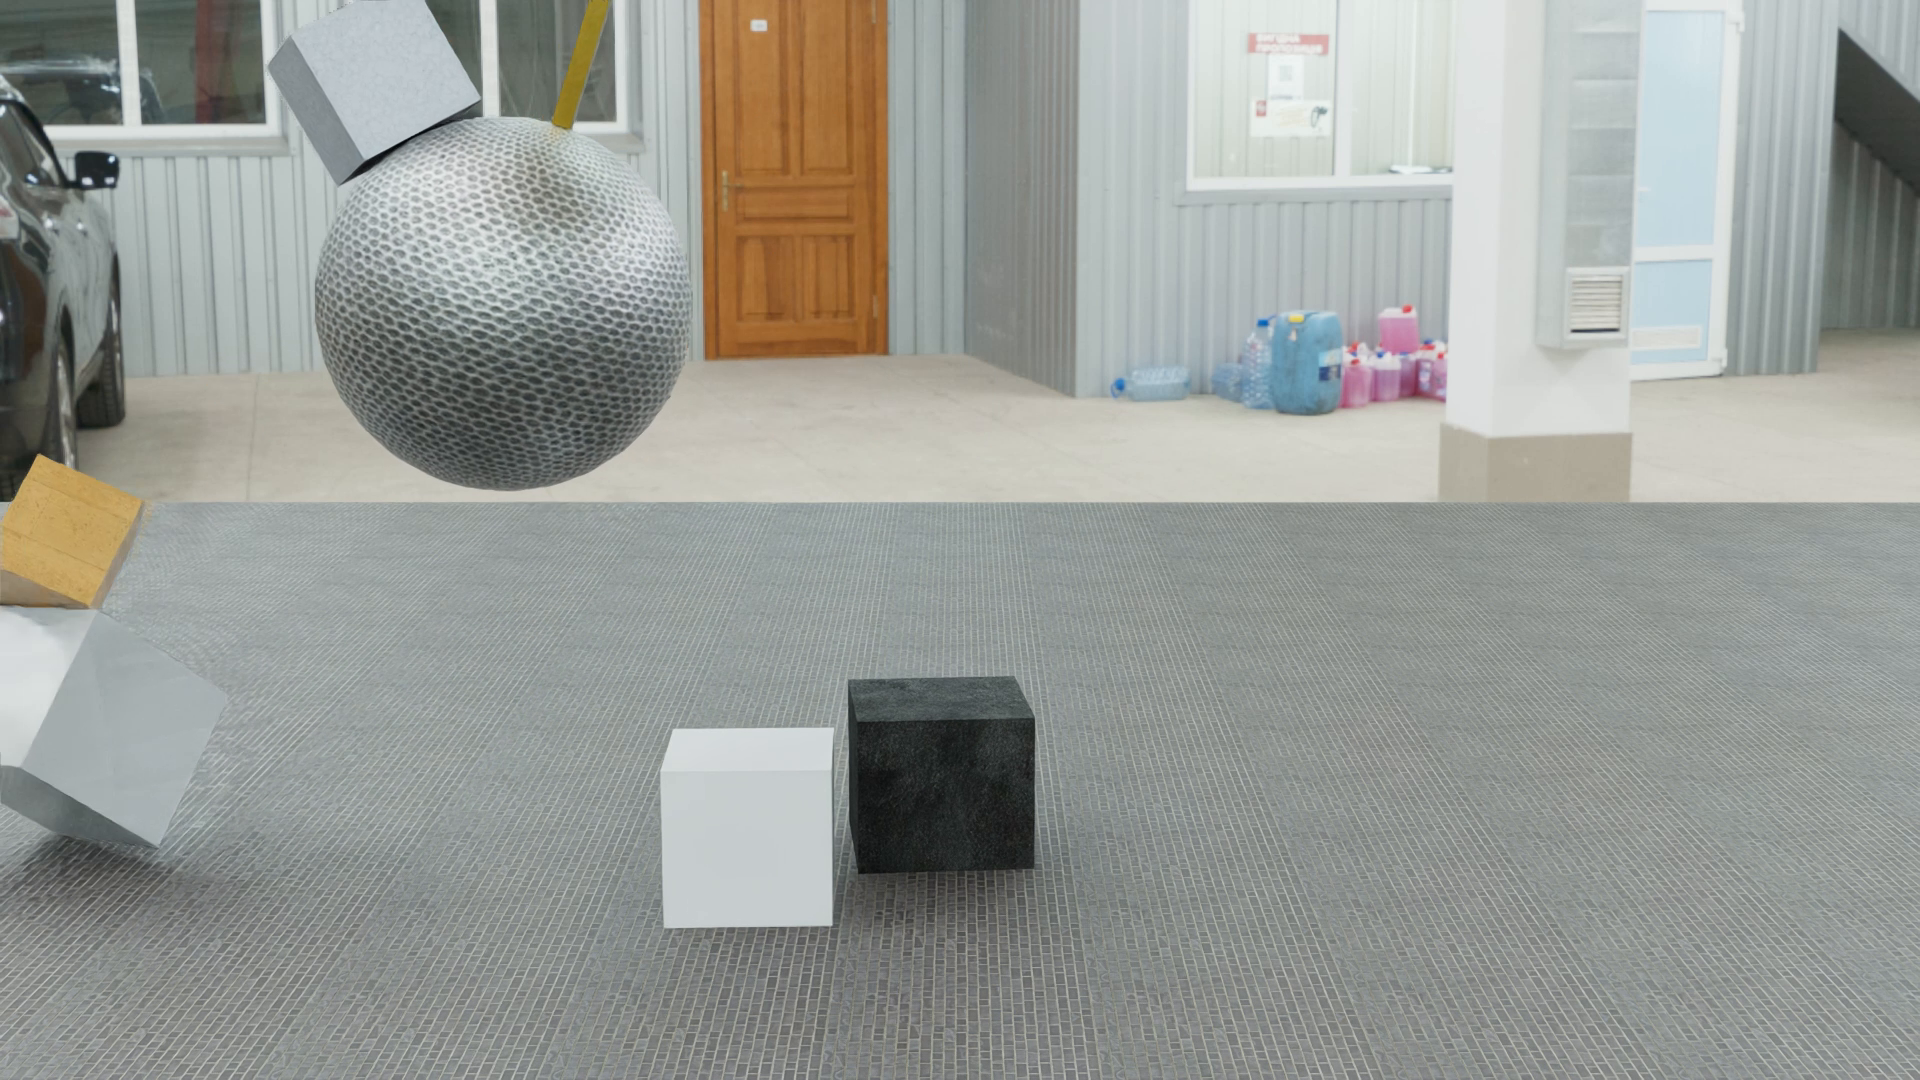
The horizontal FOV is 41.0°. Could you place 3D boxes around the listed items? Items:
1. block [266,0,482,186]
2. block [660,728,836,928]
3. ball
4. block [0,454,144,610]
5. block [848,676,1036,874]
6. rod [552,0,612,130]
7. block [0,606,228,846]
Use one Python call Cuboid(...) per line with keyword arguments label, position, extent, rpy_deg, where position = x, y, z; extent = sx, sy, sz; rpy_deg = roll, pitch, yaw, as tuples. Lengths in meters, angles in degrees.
Cuboid(label="block", position=(-2.518, -1.959, 11.002), extent=(0.575, 0.589, 0.608), rpy_deg=(-33, 10, -22))
Cuboid(label="block", position=(-0.894, 1.220, 10.975), extent=(0.703, 0.673, 0.696), rpy_deg=(0, 10, -2))
Cuboid(label="ball", position=(-1.946, -1.007, 10.997), extent=(1.600, 1.600, 1.600), rpy_deg=(0, 10, 0))
Cuboid(label="block", position=(-4.076, 0.039, 11.636), extent=(0.495, 0.546, 0.569), rpy_deg=(25, -25, -12))
Cuboid(label="block", position=(-0.097, 1.064, 11.772), extent=(0.787, 0.695, 0.808), rpy_deg=(-1, 10, -5))
Cuboid(label="rod", position=(-0.843, -4.172, 10.422), extent=(0.080, 5.200, 0.080), rpy_deg=(19, 10, -3))
Cuboid(label="block", position=(-4.011, 0.841, 11.646), extent=(0.759, 0.767, 0.822), rpy_deg=(1, -30, 36))
